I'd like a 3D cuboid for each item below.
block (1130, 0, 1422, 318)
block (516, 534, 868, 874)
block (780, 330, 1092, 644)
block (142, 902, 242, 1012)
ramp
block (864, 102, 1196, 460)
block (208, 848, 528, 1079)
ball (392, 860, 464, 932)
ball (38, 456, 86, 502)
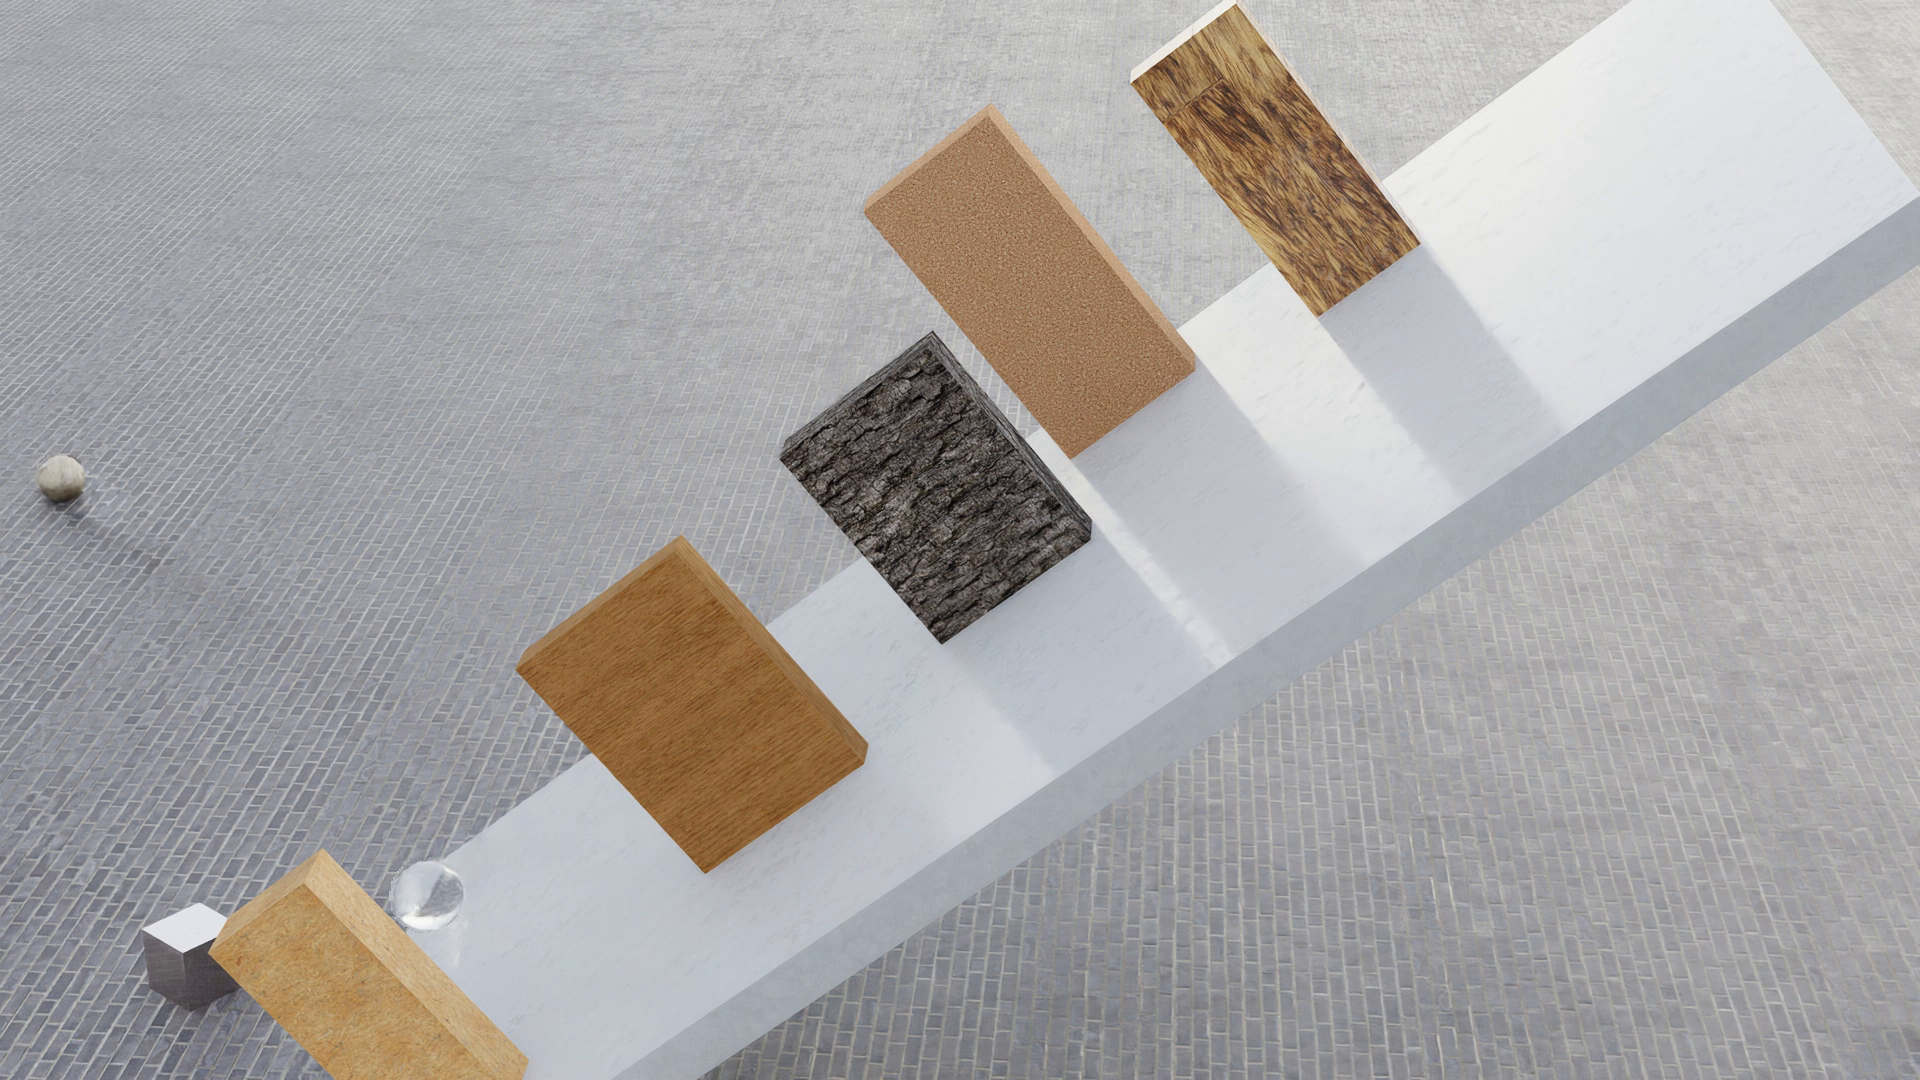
[{"bbox_3d":[0.683,-0.827,6.353,0.279,0.665,0.106,-36,16,18],"label":"block"},{"bbox_3d":[-0.558,0.350,6.161,0.443,0.606,0.090,-36,16,18],"label":"block"},{"bbox_3d":[-0.049,-0.108,6.323,0.412,0.549,0.110,-36,16,18],"label":"block"},{"bbox_3d":[-1.922,1.047,7.388,0.172,0.172,0.172,19,30,37],"label":"block"},{"bbox_3d":[0.122,0.184,6.337,4.000,0.100,2.000,-36,16,18],"label":"ramp"},{"bbox_3d":[0.164,-0.587,6.740,0.365,0.758,0.115,-36,16,18],"label":"block"},{"bbox_3d":[-1.197,0.951,5.983,0.270,0.625,0.139,-36,16,18],"label":"block"},{"bbox_3d":[-1.318,0.882,7.290,0.176,0.176,0.176,0,24,0],"label":"ball"},{"bbox_3d":[-3.147,-0.215,10.304,0.161,0.161,0.161,0,24,0],"label":"ball"}]
